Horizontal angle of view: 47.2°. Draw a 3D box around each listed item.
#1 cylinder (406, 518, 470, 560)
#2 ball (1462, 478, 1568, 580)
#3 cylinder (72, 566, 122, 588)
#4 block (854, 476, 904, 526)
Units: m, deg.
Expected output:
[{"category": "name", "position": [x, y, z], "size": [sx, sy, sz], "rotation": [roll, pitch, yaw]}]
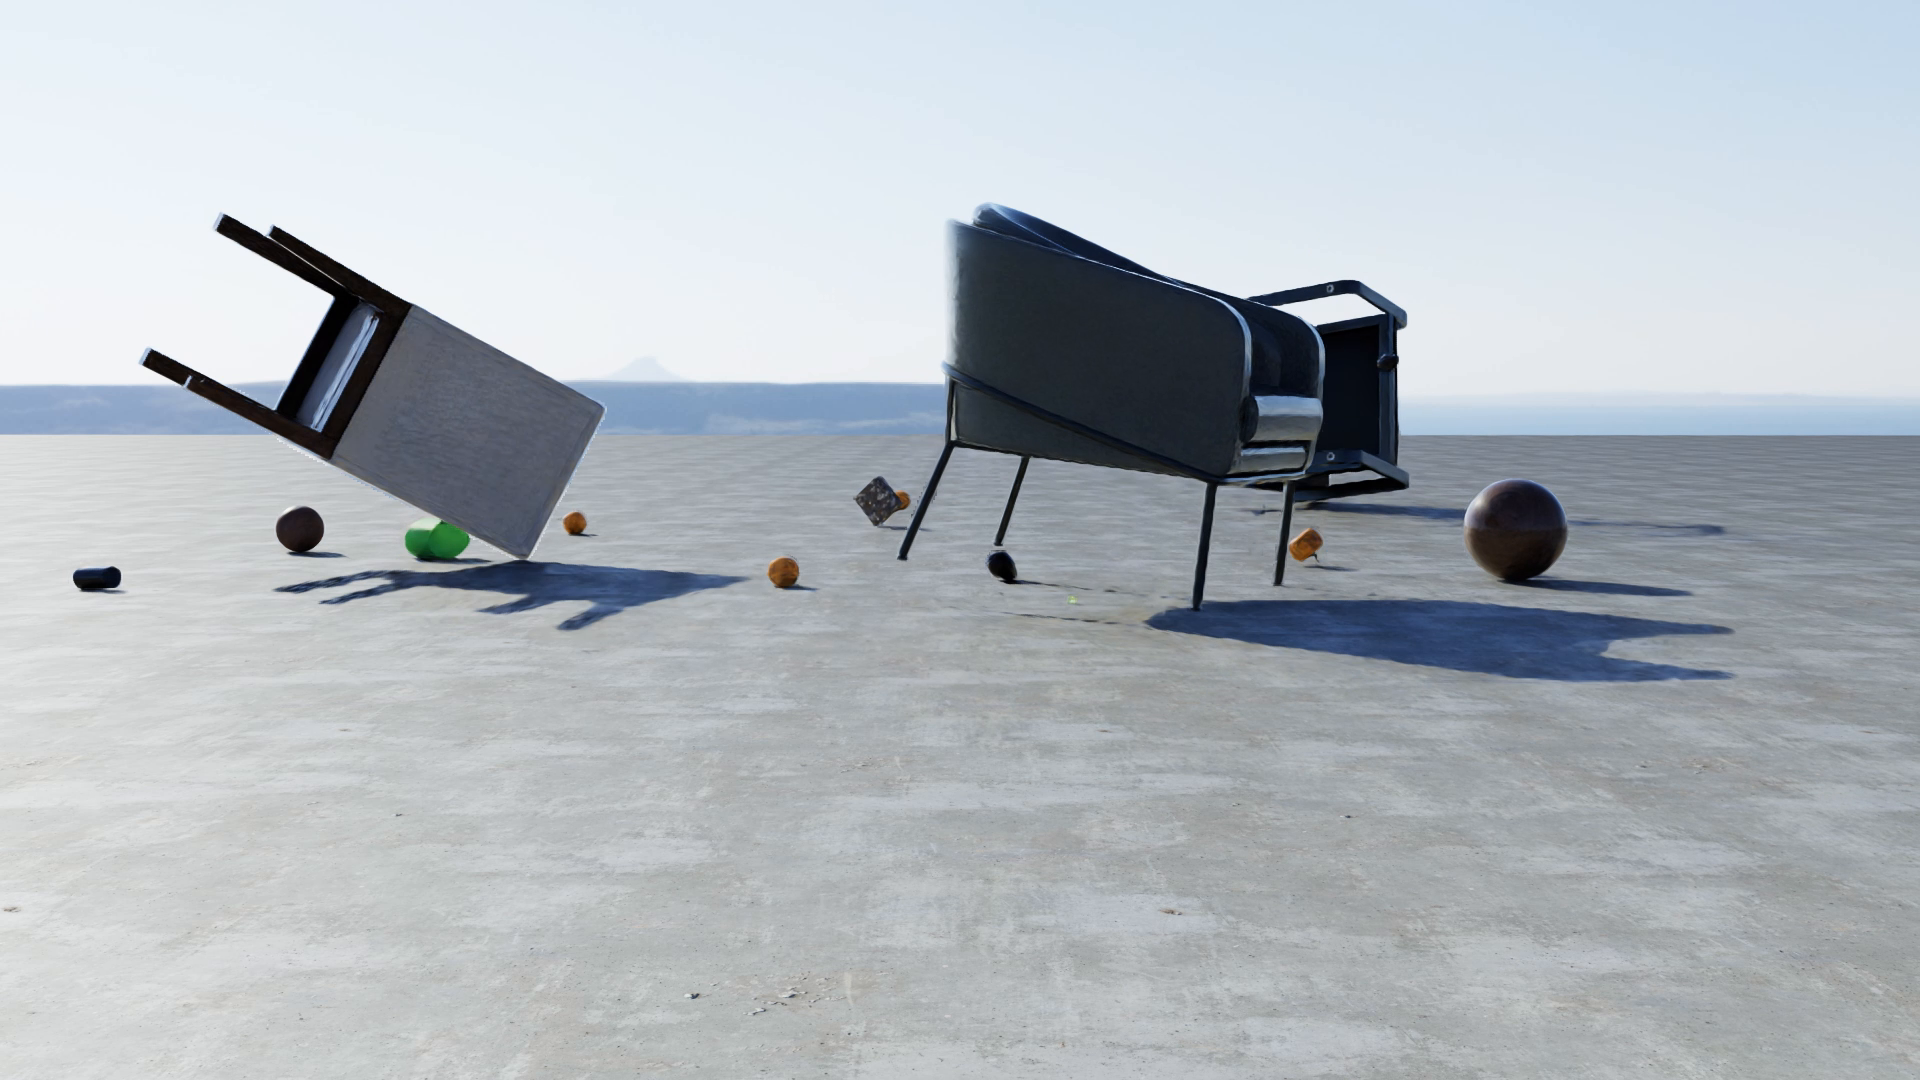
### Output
[{"category": "cylinder", "position": [-1.386, -0.005, 5.834], "size": [0.084, 0.106, 0.154], "rotation": [2, 13, 32]}, {"category": "ball", "position": [1.303, -0.025, 5.158], "size": [0.240, 0.240, 0.240], "rotation": [0, 4, 0]}, {"category": "cylinder", "position": [-1.933, 0.084, 4.928], "size": [0.087, 0.049, 0.057], "rotation": [-2, -2, 22]}, {"category": "block", "position": [-0.267, -0.127, 7.201], "size": [0.109, 0.119, 0.049], "rotation": [-41, -9, 22]}]
